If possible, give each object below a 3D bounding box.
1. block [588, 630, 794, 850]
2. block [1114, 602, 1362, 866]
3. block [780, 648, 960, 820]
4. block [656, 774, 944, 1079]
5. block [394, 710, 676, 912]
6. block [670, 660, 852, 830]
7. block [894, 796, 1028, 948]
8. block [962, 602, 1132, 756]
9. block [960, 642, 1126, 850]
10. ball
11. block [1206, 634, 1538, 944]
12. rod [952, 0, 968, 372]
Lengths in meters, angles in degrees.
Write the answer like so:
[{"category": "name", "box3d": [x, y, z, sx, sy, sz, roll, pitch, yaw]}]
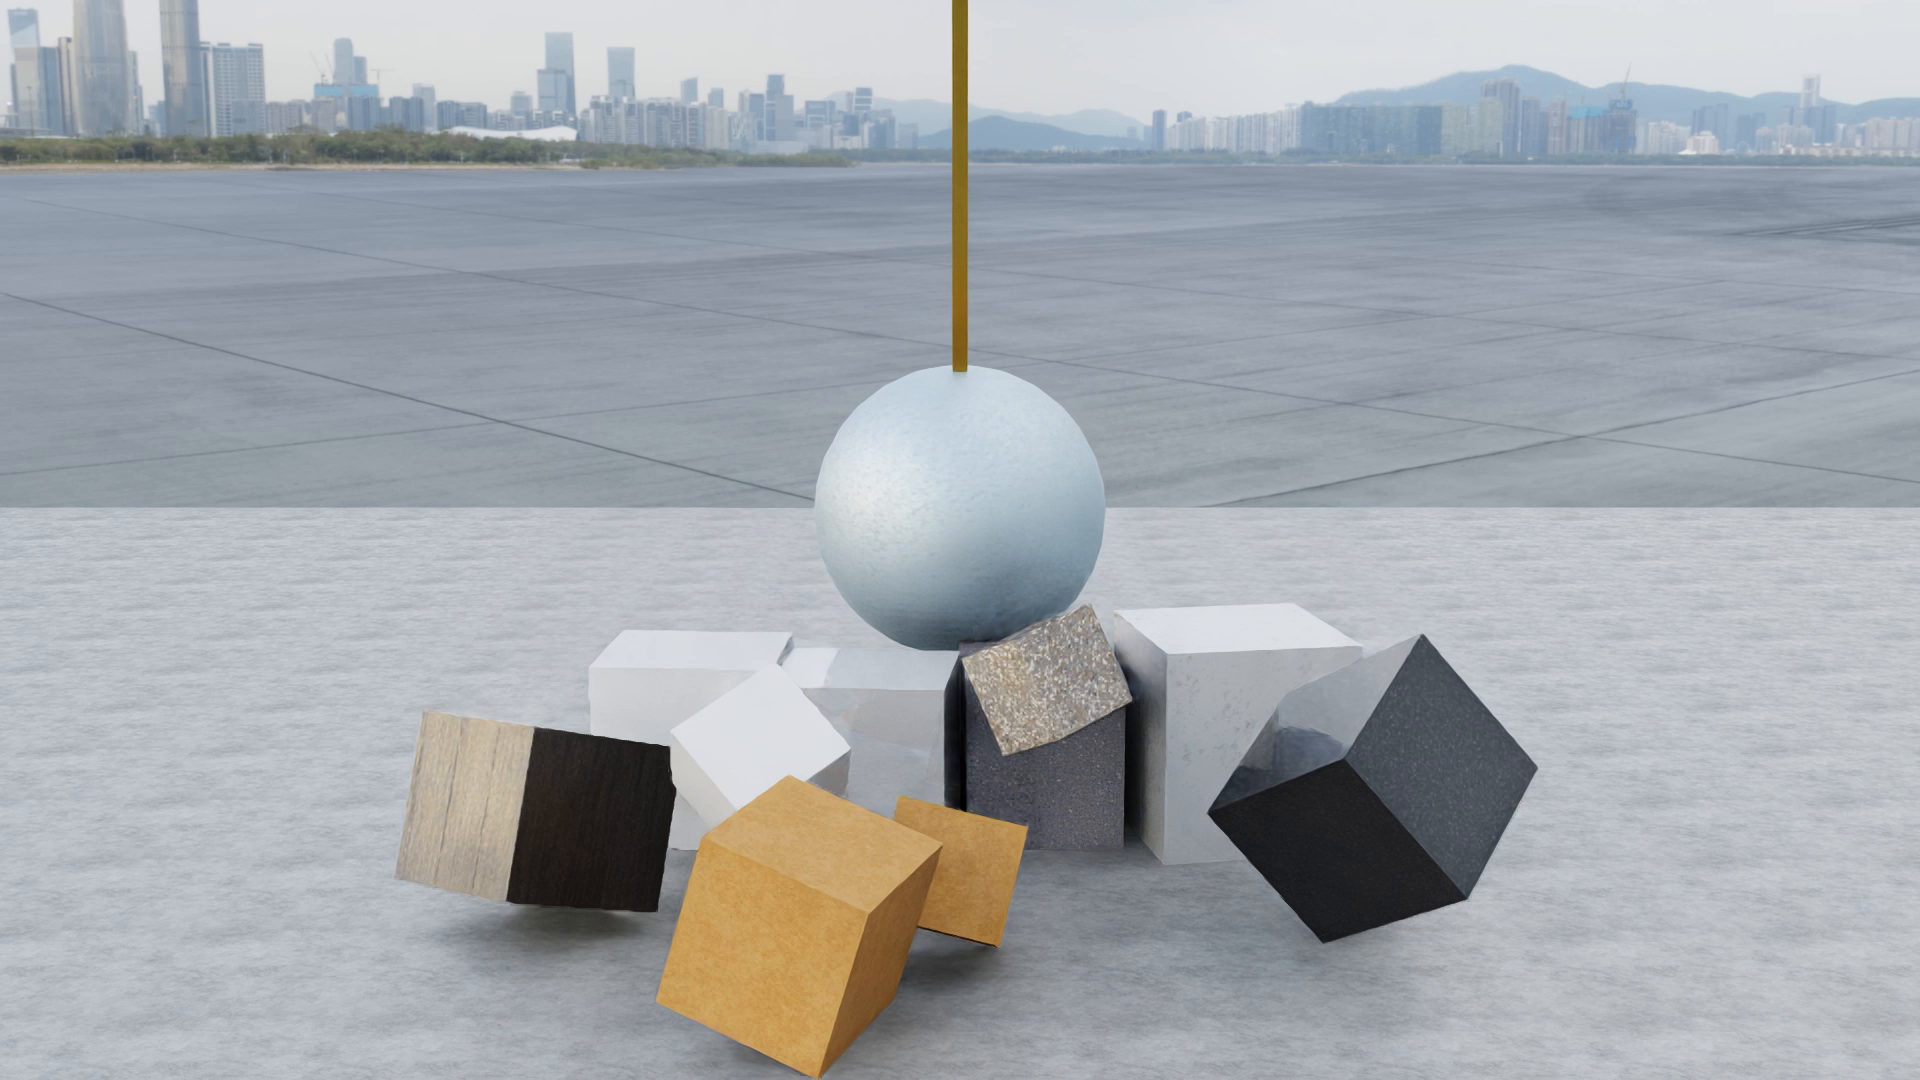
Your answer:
[{"category": "block", "box3d": [-1.363, 1.018, 11.363, 0.911, 0.932, 0.840, 1, 10, 3]}, {"category": "block", "box3d": [1.392, 0.966, 11.281, 0.990, 1.063, 1.026, -2, 10, -10]}, {"category": "block", "box3d": [-0.471, 1.083, 11.112, 0.870, 0.894, 0.832, 1, 10, 5]}, {"category": "block", "box3d": [-0.622, 1.502, 8.666, 0.711, 0.734, 0.785, 22, 18, 15]}, {"category": "block", "box3d": [-1.886, 1.226, 9.899, 0.755, 0.748, 0.894, 3, -8, 39]}, {"category": "block", "box3d": [-0.860, 0.969, 9.453, 0.554, 0.493, 0.529, -34, 67, -24]}, {"category": "block", "box3d": [-0.051, 1.432, 9.454, 0.557, 0.505, 0.590, 14, -11, 1]}, {"category": "block", "box3d": [0.414, 0.662, 10.455, 0.506, 0.507, 0.441, -24, 0, -38]}, {"category": "block", "box3d": [0.408, 1.046, 11.356, 0.794, 0.880, 0.836, 0, 10, -2]}, {"category": "ball", "box3d": [0.000, -0.159, 12.061, 1.600, 1.600, 1.600, 0, 10, 0]}, {"category": "block", "box3d": [1.801, 1.094, 9.611, 0.884, 0.803, 0.842, -32, 13, 49]}, {"category": "rod", "box3d": [0.000, -3.376, 10.960, 0.080, 5.200, 0.080, 0, 19, 0]}]
